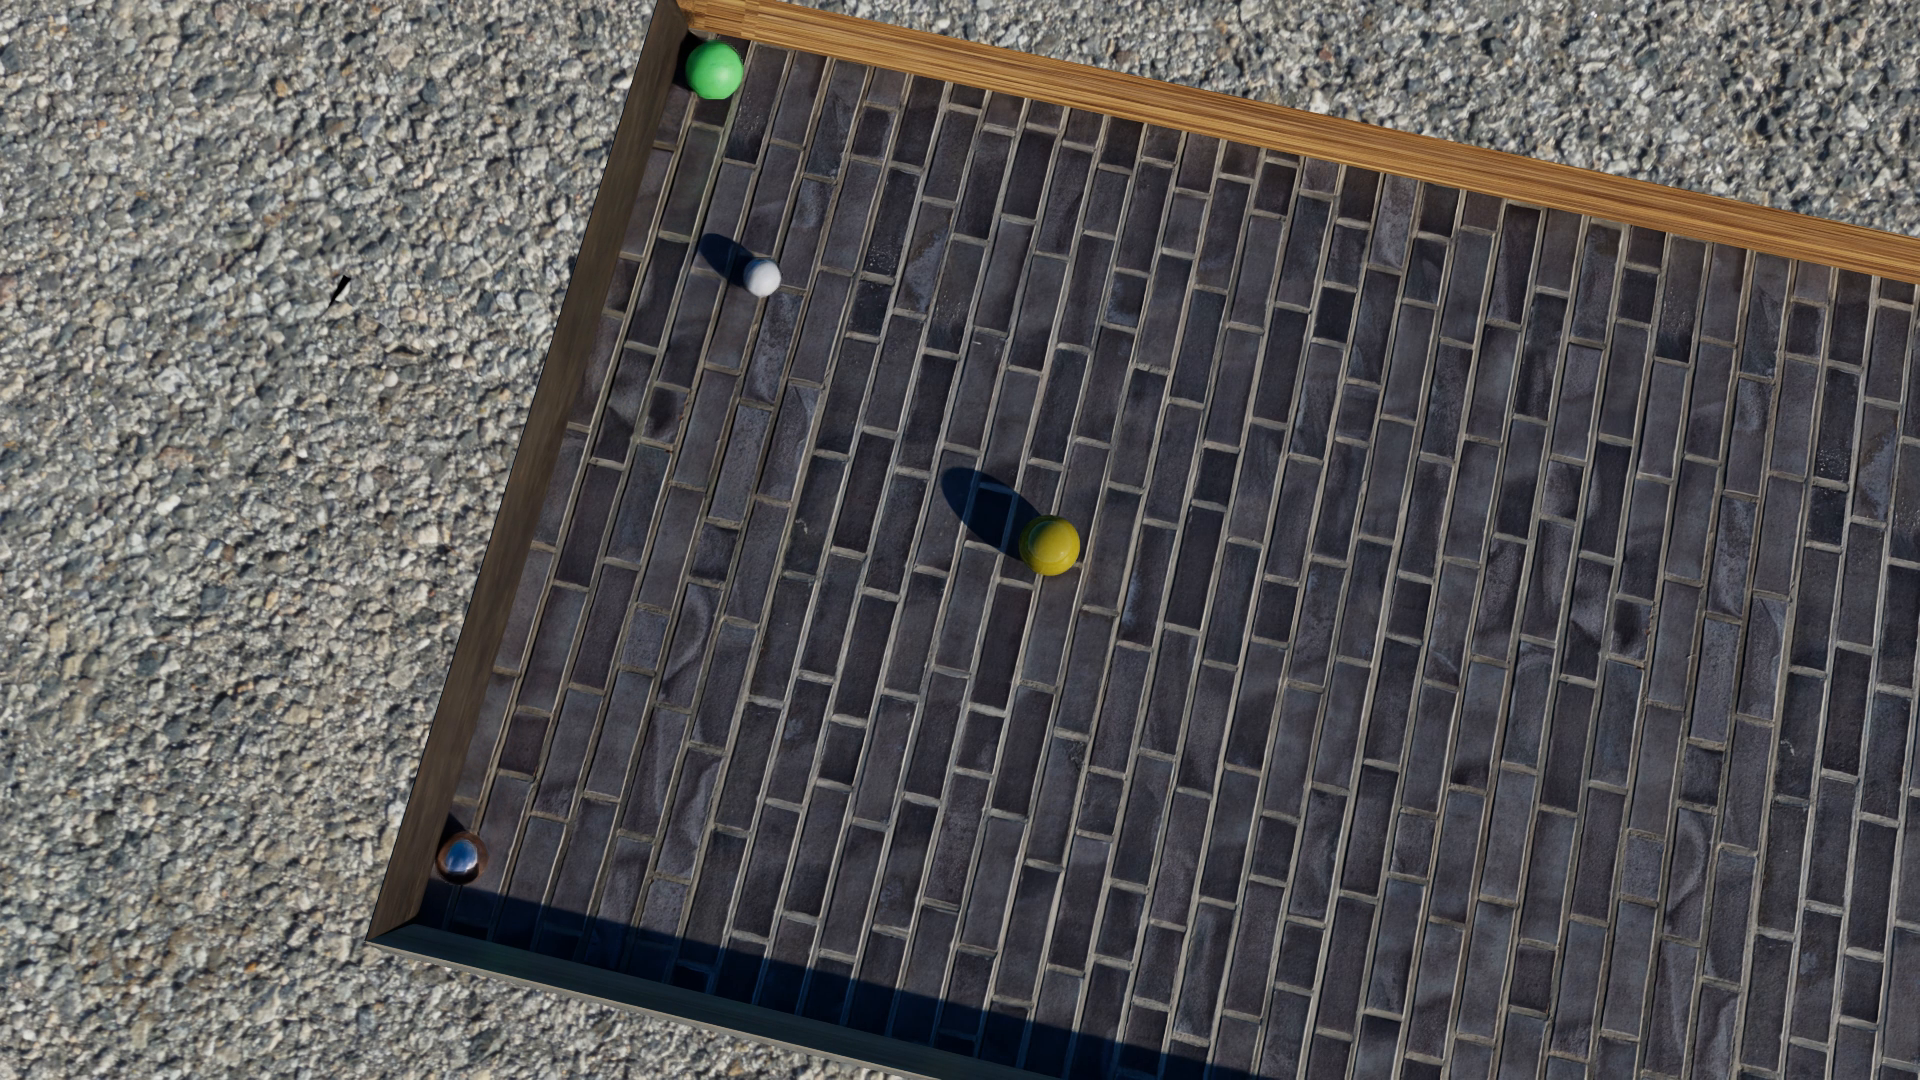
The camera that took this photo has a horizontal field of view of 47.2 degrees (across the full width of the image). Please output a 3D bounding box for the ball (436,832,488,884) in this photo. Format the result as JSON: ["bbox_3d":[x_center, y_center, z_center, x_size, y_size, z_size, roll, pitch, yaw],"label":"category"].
[{"bbox_3d":[-0.734,0.468,3.237,0.076,0.076,0.076,0,73,0],"label":"ball"}]

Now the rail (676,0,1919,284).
[{"bbox_3d":[0.840,-0.579,3.534,2.724,0.123,0.045,13,73,4],"label":"rail"}]

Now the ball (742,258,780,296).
[{"bbox_3d":[-0.317,-0.420,3.519,0.061,0.061,0.061,0,73,0],"label":"ball"}]

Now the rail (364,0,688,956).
[{"bbox_3d":[-0.640,-0.150,3.402,0.045,0.123,1.598,13,73,4],"label":"rail"}]

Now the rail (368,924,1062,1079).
[{"bbox_3d":[0.486,0.863,3.089,2.724,0.123,0.045,13,73,4],"label":"rail"}]

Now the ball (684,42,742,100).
[{"bbox_3d":[-0.404,-0.770,3.609,0.095,0.095,0.095,0,73,0],"label":"ball"}]

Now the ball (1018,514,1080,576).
[{"bbox_3d":[0.137,0.008,3.369,0.095,0.095,0.095,0,73,0],"label":"ball"}]
